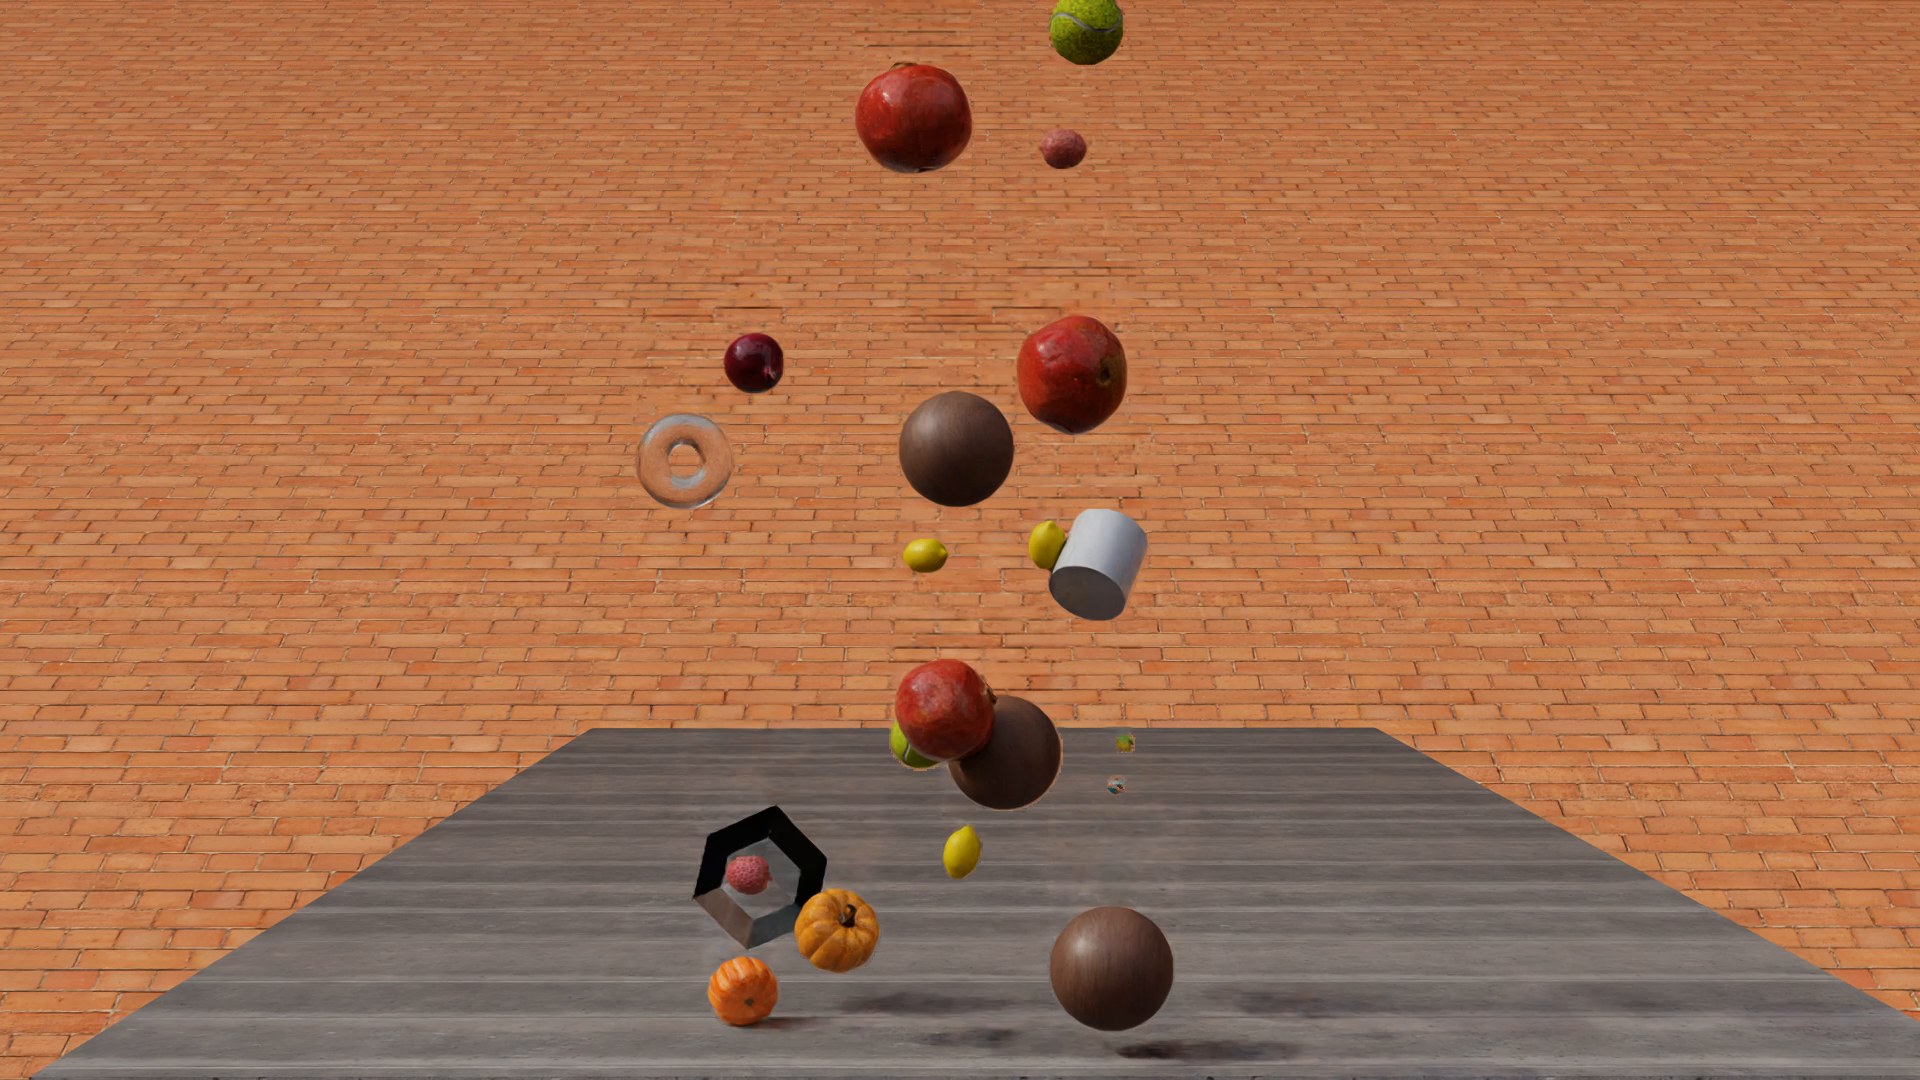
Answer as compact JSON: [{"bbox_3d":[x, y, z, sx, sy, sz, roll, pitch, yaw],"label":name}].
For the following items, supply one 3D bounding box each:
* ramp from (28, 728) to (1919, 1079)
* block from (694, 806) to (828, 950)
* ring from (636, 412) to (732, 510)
[{"bbox_3d":[0.062,0.559,4.597,2.000,0.100,4.000,0,1,0],"label":"ramp"},{"bbox_3d":[-0.225,0.383,2.927,0.098,0.098,0.098,-26,32,25],"label":"block"},{"bbox_3d":[-0.261,-0.075,2.443,0.092,0.092,0.031,-8,10,-14],"label":"ring"}]
